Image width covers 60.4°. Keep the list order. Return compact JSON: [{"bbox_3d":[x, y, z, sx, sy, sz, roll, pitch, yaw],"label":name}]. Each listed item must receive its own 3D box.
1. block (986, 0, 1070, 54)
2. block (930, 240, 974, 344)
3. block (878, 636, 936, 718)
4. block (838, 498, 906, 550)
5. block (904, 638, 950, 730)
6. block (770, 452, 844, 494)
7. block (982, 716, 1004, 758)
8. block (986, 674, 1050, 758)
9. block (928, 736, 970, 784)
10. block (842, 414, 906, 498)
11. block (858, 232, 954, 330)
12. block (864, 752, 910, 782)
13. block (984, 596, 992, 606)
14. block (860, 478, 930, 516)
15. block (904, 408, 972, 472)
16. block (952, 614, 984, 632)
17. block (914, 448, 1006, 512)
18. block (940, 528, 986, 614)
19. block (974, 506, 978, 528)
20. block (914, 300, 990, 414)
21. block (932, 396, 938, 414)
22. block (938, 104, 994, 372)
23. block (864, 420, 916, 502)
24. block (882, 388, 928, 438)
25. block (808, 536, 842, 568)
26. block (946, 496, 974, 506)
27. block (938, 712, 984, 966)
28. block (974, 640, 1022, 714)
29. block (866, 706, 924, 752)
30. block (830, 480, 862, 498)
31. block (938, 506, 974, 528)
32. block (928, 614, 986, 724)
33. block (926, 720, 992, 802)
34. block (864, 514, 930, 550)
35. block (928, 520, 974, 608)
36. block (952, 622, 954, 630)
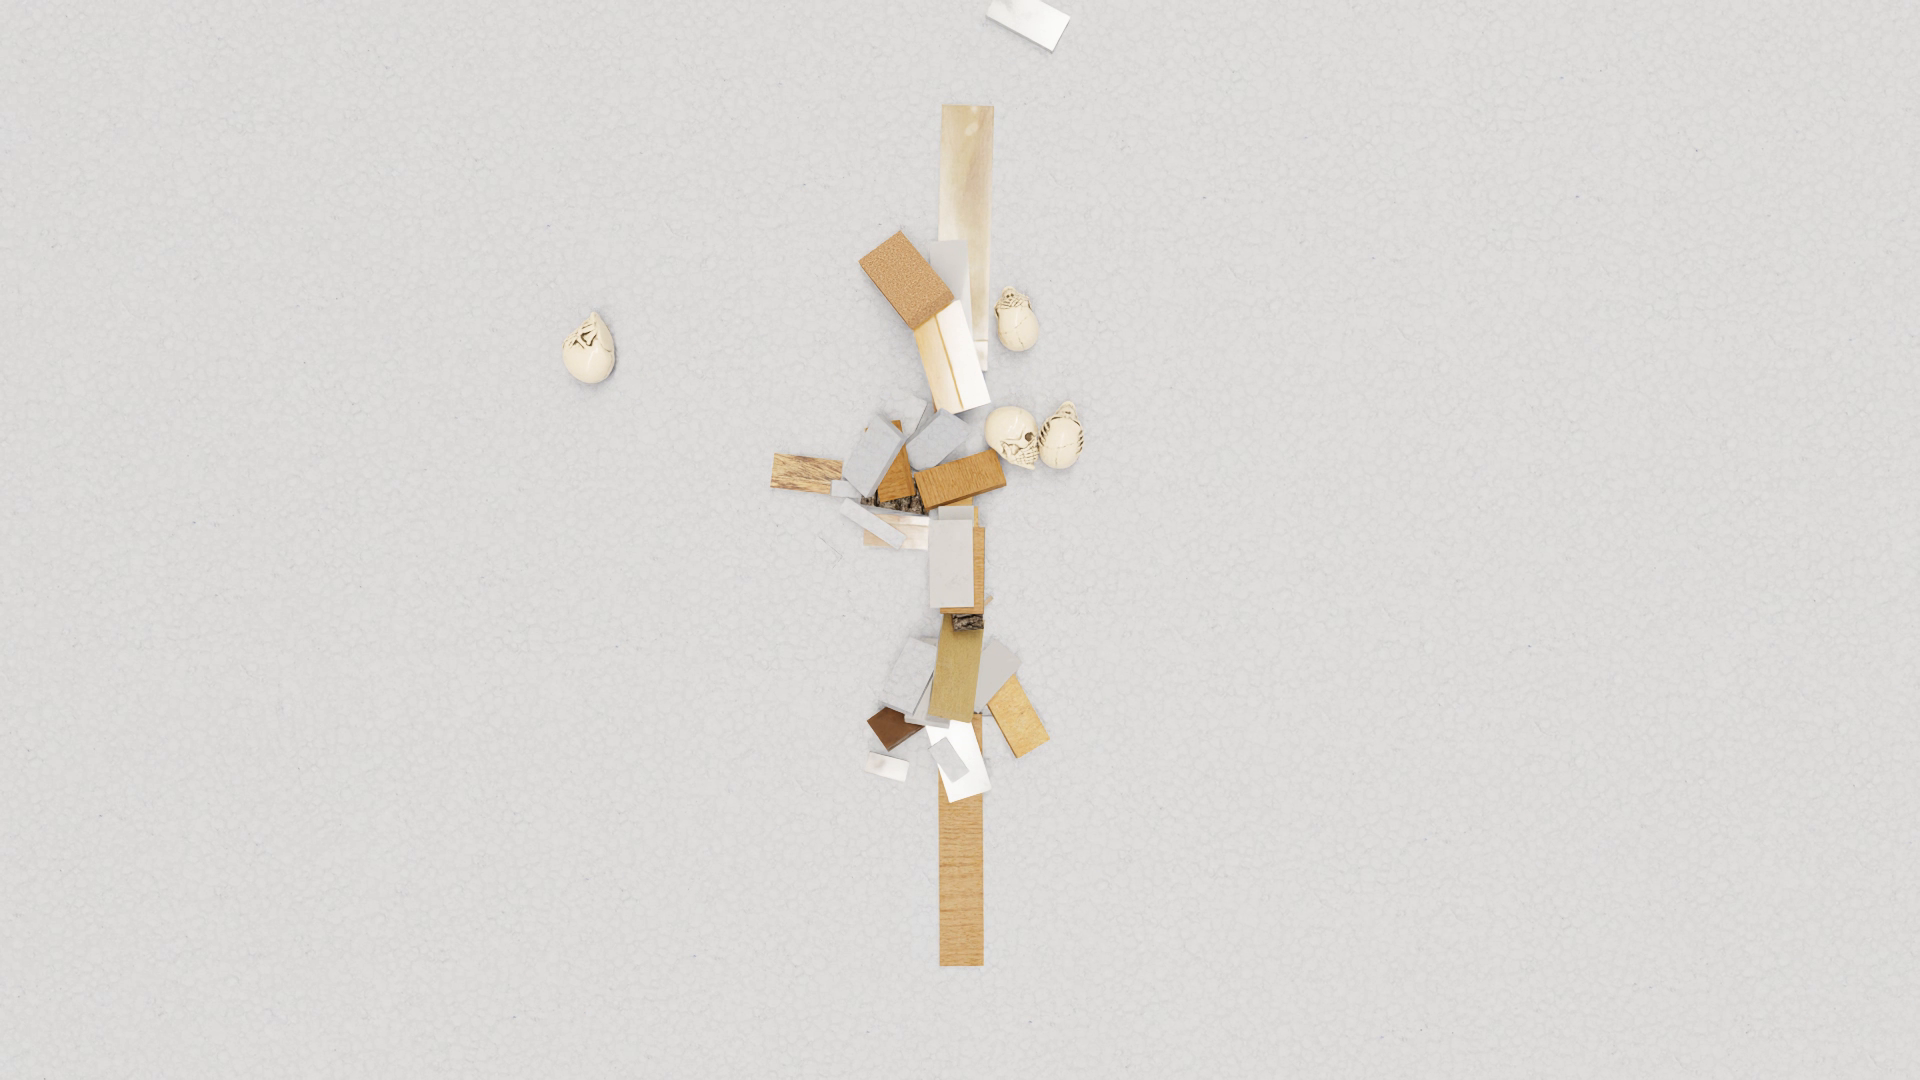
[{"bbox_3d":[0.225,-1.737,5.482,0.253,0.036,0.126,28,90,0],"label":"block"},{"bbox_3d":[-0.025,-0.737,5.433,0.124,0.035,0.493,-3,90,0],"label":"block"},{"bbox_3d":[-0.159,0.445,5.377,0.122,0.035,0.244,21,64,13],"label":"block"},{"bbox_3d":[-0.289,-0.055,5.462,0.238,0.015,0.053,33,90,0],"label":"block"},{"bbox_3d":[-0.081,0.468,5.405,0.146,0.041,0.292,8,62,6],"label":"block"},{"bbox_3d":[-0.509,-0.218,5.484,0.230,0.033,0.115,7,90,0],"label":"block"},{"bbox_3d":[0.109,0.655,5.490,0.069,0.020,0.139,-1,90,0],"label":"block"},{"bbox_3d":[0.181,0.581,5.470,0.126,0.036,0.253,-29,90,-12],"label":"block"},{"bbox_3d":[-0.037,0.722,5.408,0.069,0.020,0.139,-34,90,0],"label":"block"},{"bbox_3d":[-0.281,-0.275,5.402,0.125,0.035,0.250,45,119,22],"label":"block"},{"bbox_3d":[-0.177,-0.850,5.378,0.173,0.049,0.346,-36,54,0],"label":"block"},{"bbox_3d":[-0.243,0.754,5.490,0.139,0.020,0.069,15,90,0],"label":"block"},{"bbox_3d":[0.073,0.220,5.477,0.092,0.046,0.013,-44,91,0],"label":"block"},{"bbox_3d":[-0.208,-0.157,5.484,0.230,0.033,0.115,10,90,0],"label":"block"},{"bbox_3d":[-0.087,-0.321,5.386,0.125,0.035,0.250,31,132,-23],"label":"block"},{"bbox_3d":[0.020,0.198,5.383,0.098,0.028,0.195,-6,69,0],"label":"block"},{"bbox_3d":[0.001,-0.199,5.441,0.282,0.036,0.126,-18,72,-4],"label":"block"},{"bbox_3d":[0.008,0.099,5.342,0.140,0.040,0.280,1,85,3],"label":"block"},{"bbox_3d":[0.010,-0.001,5.449,0.107,0.030,0.214,-3,73,1],"label":"block"},{"bbox_3d":[-0.034,-0.586,5.356,0.173,0.049,0.346,-17,90,0],"label":"block"},{"bbox_3d":[-0.040,-0.541,5.398,0.124,0.035,0.248,-9,90,0],"label":"block"},{"bbox_3d":[0.015,-1.000,5.475,0.173,0.049,0.875,2,90,0],"label":"block"},{"bbox_3d":[-0.229,-0.258,5.413,0.125,0.035,0.250,-12,90,37],"label":"block"},{"bbox_3d":[-0.213,-0.369,5.482,0.124,0.035,0.248,24,90,0],"label":"block"},{"bbox_3d":[-0.449,0.041,5.492,0.106,0.015,0.053,40,90,0],"label":"block"},{"bbox_3d":[-0.013,-0.116,5.452,0.107,0.030,0.214,4,74,3],"label":"block"},{"bbox_3d":[0.003,0.993,5.479,0.146,0.041,0.834,0,90,0],"label":"block"},{"bbox_3d":[0.088,0.445,5.406,0.122,0.035,0.244,39,54,8],"label":"block"},{"bbox_3d":[-0.171,0.575,5.411,0.244,0.035,0.122,-34,64,-8],"label":"block"},{"bbox_3d":[-0.378,-0.169,5.469,0.106,0.015,0.053,4,91,-26],"label":"block"},{"bbox_3d":[-0.009,0.015,5.387,0.115,0.033,0.251,-2,84,3],"label":"block"},{"bbox_3d":[-0.010,0.408,5.345,0.140,0.040,0.398,14,48,-6],"label":"block"},{"bbox_3d":[-0.008,0.702,5.438,0.146,0.041,0.292,-17,90,0],"label":"block"},{"bbox_3d":[-0.211,-0.029,5.485,0.214,0.030,0.107,4,90,0],"label":"block"},{"bbox_3d":[-0.027,0.077,5.306,0.140,0.040,0.280,-1,85,3],"label":"block"},{"bbox_3d":[0.015,0.207,5.433,0.098,0.028,0.195,-7,56,0],"label":"block"}]
